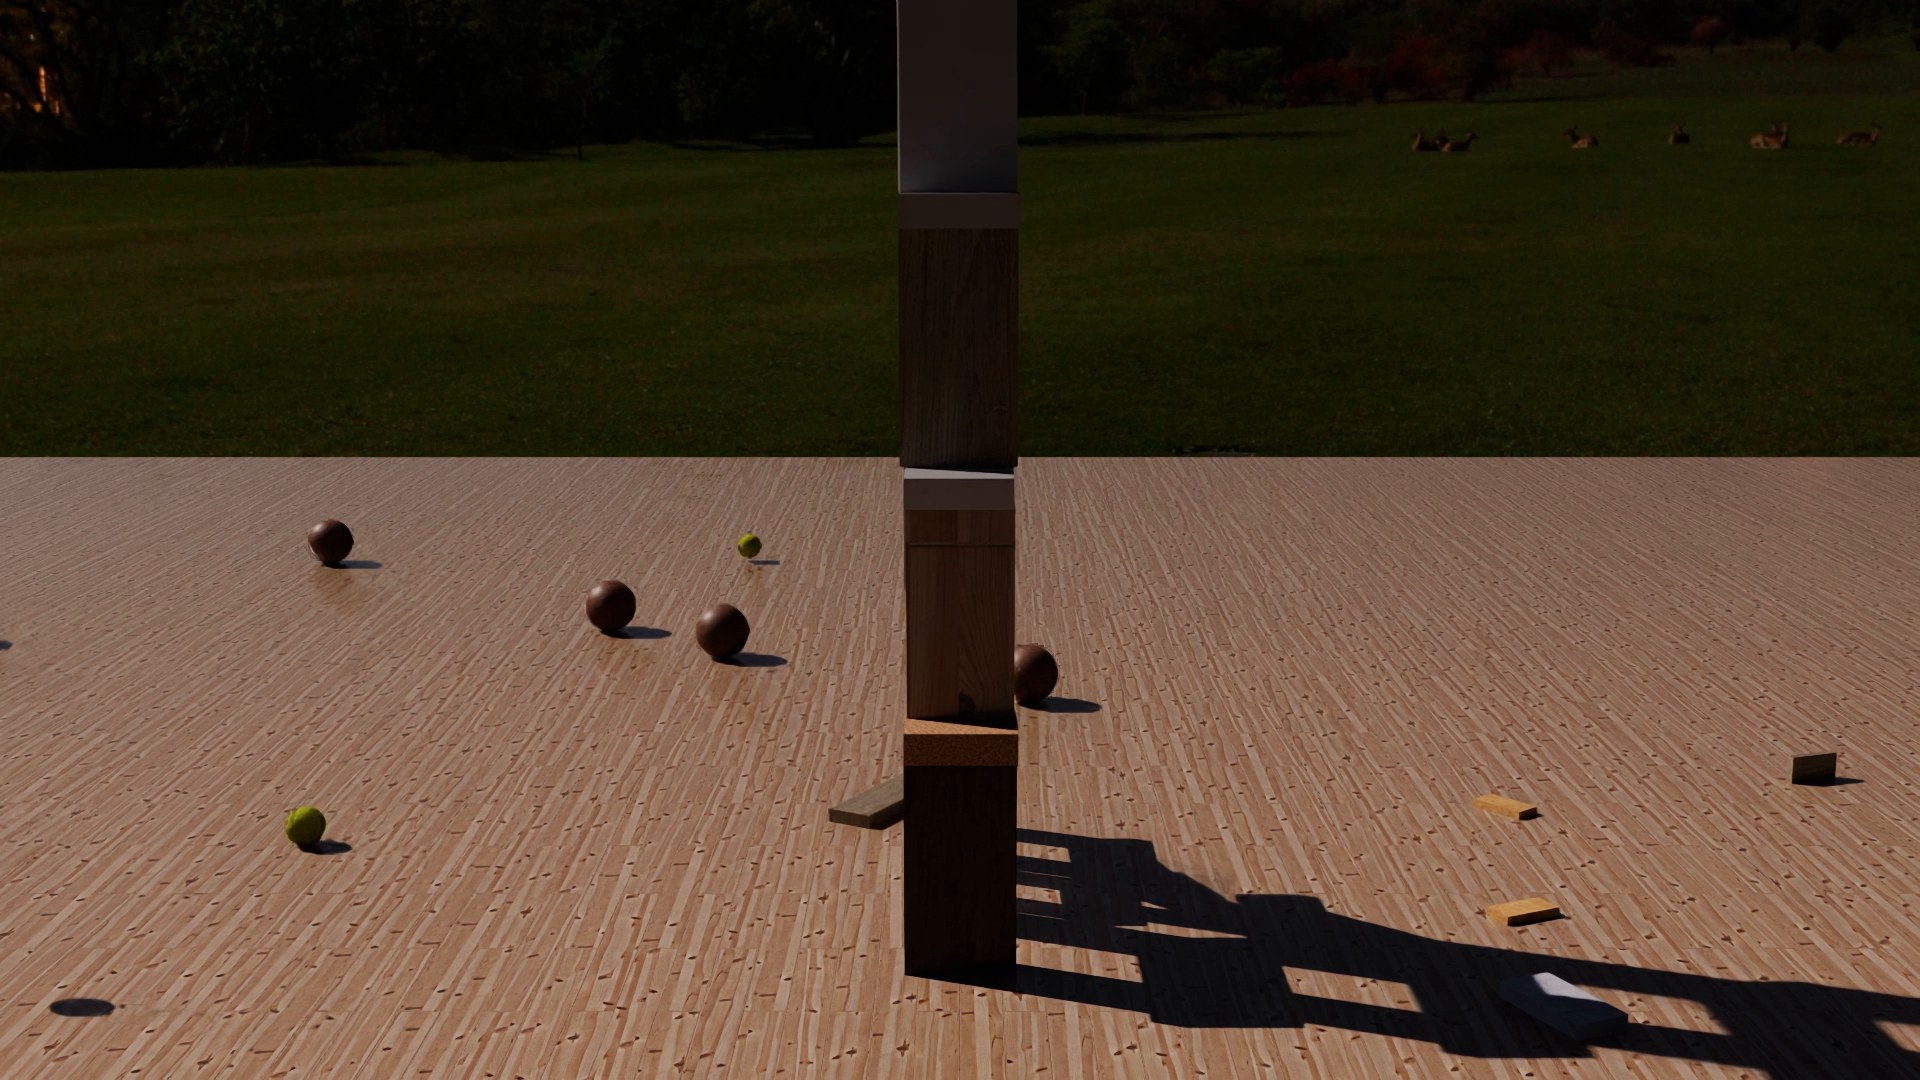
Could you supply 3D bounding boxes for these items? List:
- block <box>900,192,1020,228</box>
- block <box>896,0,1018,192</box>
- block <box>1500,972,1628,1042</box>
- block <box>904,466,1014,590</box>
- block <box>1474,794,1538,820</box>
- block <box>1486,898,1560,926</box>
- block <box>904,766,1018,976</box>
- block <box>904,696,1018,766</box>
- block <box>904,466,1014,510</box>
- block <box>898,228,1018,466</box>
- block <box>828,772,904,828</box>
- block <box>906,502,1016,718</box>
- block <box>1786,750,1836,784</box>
[{"bbox_3d":[-0.004,-0.512,3.387,0.178,0.050,0.355,0,10,-1],"label":"block"},{"bbox_3d":[-0.004,-0.697,3.278,0.175,0.351,0.050,-1,8,-5],"label":"block"},{"bbox_3d":[0.868,0.671,3.167,0.087,0.025,0.175,-5,12,-24],"label":"block"},{"bbox_3d":[-0.002,-0.215,3.560,0.178,0.595,0.050,0,10,2],"label":"block"},{"bbox_3d":[1.020,0.499,4.117,0.053,0.015,0.105,-8,13,-38],"label":"block"},{"bbox_3d":[0.912,0.602,3.564,0.105,0.015,0.053,-5,12,-25],"label":"block"},{"bbox_3d":[0.000,0.486,3.307,0.168,0.337,0.048,0,11,0],"label":"block"},{"bbox_3d":[0.002,0.276,3.383,0.168,0.048,0.337,0,11,0],"label":"block"},{"bbox_3d":[-0.001,-0.096,3.365,0.162,0.046,0.323,0,11,0],"label":"block"},{"bbox_3d":[-0.002,-0.290,3.305,0.178,0.356,0.050,0,8,1],"label":"block"},{"bbox_3d":[-0.136,0.489,4.145,0.087,0.025,0.272,6,12,29],"label":"block"},{"bbox_3d":[0.001,0.105,3.291,0.162,0.323,0.046,0,11,0],"label":"block"},{"bbox_3d":[1.668,0.445,4.307,0.105,0.053,0.015,-4,11,-20],"label":"block"}]
